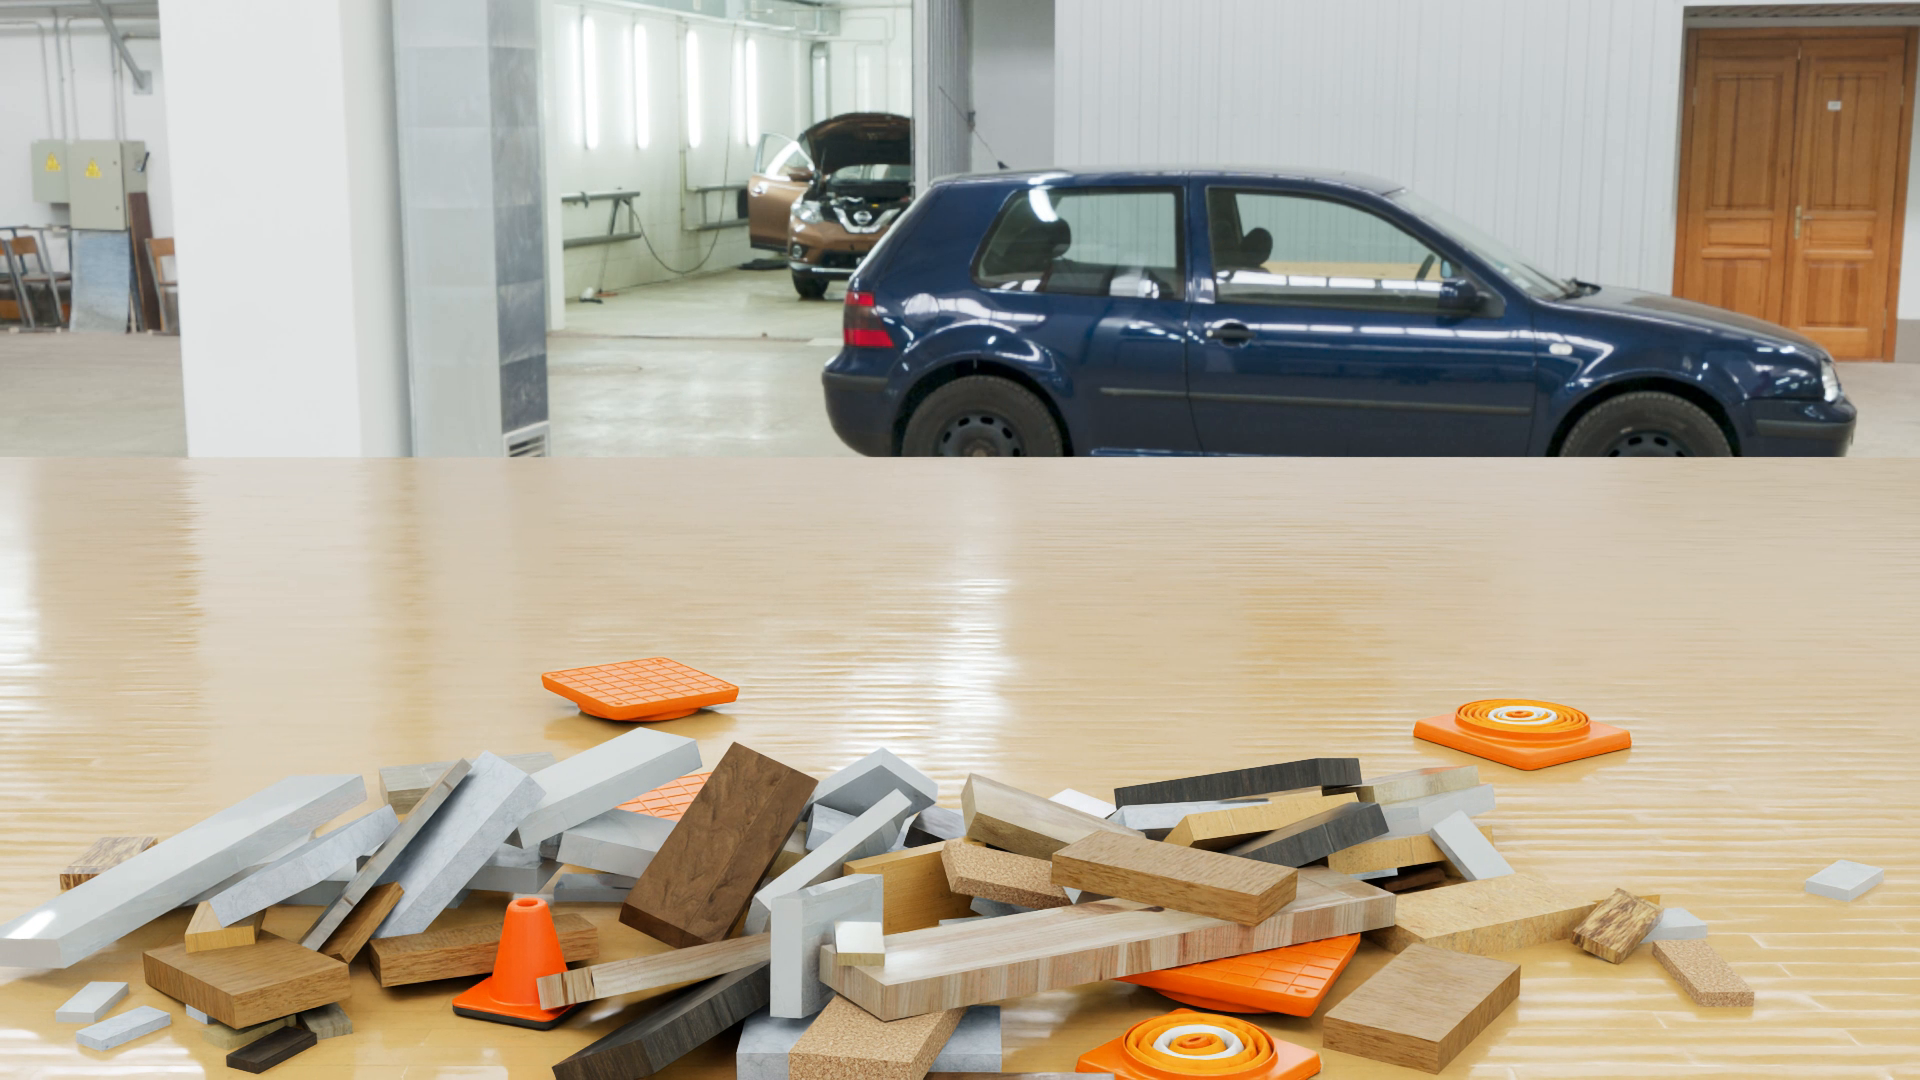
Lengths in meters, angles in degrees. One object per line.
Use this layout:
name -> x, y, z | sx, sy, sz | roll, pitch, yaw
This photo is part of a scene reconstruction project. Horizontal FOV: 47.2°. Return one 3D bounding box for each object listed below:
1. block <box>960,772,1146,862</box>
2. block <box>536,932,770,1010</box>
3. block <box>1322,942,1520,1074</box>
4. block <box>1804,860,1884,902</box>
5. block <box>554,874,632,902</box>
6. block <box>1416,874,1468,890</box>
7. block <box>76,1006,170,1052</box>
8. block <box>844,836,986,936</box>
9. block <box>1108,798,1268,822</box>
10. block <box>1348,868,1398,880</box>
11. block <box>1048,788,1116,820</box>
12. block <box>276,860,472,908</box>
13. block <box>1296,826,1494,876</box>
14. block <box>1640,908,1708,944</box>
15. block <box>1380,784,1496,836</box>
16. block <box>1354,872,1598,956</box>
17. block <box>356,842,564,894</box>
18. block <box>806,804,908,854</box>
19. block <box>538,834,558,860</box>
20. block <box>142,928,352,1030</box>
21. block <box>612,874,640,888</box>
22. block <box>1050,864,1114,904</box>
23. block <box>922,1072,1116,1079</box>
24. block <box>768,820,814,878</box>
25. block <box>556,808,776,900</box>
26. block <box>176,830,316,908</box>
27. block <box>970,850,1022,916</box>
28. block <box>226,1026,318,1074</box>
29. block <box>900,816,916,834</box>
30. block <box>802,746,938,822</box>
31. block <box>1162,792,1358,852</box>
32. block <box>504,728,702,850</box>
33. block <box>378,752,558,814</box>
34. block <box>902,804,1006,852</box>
block -> 0.162, 0.487, 3.636 | 0.320, 0.045, 0.160 | 20, 15, -9
block -> -0.428, 0.618, 3.167 | 0.319, 0.045, 0.159 | -3, -13, -40
block -> 0.664, 0.664, 3.141 | 0.166, 0.047, 0.333 | 7, 12, 32
block -> 1.490, 0.573, 3.703 | 0.073, 0.021, 0.147 | 10, 14, 42
block -> -0.593, 0.579, 3.667 | 0.153, 0.022, 0.076 | 0, 11, 1
block -> 0.824, 0.579, 3.691 | 0.103, 0.015, 0.051 | 5, 11, 24
block -> -1.179, 0.688, 3.099 | 0.057, 0.016, 0.113 | 7, 12, 32
block -> -0.071, 0.556, 3.510 | 0.247, 0.124, 0.035 | -7, 14, -34
block -> 0.405, 0.497, 3.910 | 0.264, 0.037, 0.132 | -2, -18, -10
block -> 0.677, 0.561, 3.694 | 0.103, 0.015, 0.051 | -6, -6, -10
block -> 0.190, 0.508, 3.968 | 0.111, 0.031, 0.222 | 18, 18, 27
block -> -0.969, 0.566, 3.679 | 0.302, 0.043, 0.151 | 1, 11, 4
block -> 0.723, 0.529, 3.742 | 0.327, 0.046, 0.163 | -4, -6, -23
block -> 1.091, 0.612, 3.487 | 0.159, 0.023, 0.080 | -2, 11, -11
block -> 0.810, 0.482, 3.910 | 0.163, 0.046, 0.327 | -11, -4, 35
block -> 0.817, 0.599, 3.485 | 0.343, 0.049, 0.171 | -5, 12, -26
block -> -0.825, 0.529, 3.643 | 0.302, 0.043, 0.151 | 3, 11, 6
block -> -0.124, 0.515, 3.660 | 0.266, 0.038, 0.133 | 19, 9, -6
block -> -0.620, 0.516, 3.642 | 0.153, 0.022, 0.077 | 14, 9, -11
block -> -1.043, 0.633, 3.205 | 0.170, 0.048, 0.339 | -10, 8, -40
block -> -0.500, 0.560, 3.663 | 0.153, 0.022, 0.077 | 5, 11, -4
block -> 0.254, 0.554, 3.494 | 0.208, 0.029, 0.104 | 16, 21, -28
block -> 0.035, 0.730, 2.785 | 0.329, 0.047, 0.164 | 0, 11, 1
block -> -0.281, 0.517, 3.671 | 0.352, 0.050, 0.176 | 15, 9, -6
block -> -0.488, 0.515, 3.645 | 0.352, 0.050, 0.176 | 14, 9, -12
block -> -1.224, 0.549, 3.630 | 0.302, 0.043, 0.151 | -12, 12, -7
block -> 0.080, 0.563, 3.564 | 0.072, 0.020, 0.144 | 25, 38, 13
block -> -0.947, 0.701, 3.026 | 0.057, 0.016, 0.113 | 5, 12, 26
block -> -0.104, 0.520, 3.995 | 0.064, 0.018, 0.128 | -5, 12, -24
block -> -0.179, 0.451, 3.745 | 0.266, 0.133, 0.038 | -32, 35, 32
block -> 0.506, 0.504, 3.743 | 0.327, 0.046, 0.163 | -4, -30, -22
block -> -0.623, 0.407, 3.648 | 0.352, 0.050, 0.176 | -23, 17, -37
block -> -0.935, 0.465, 4.215 | 0.330, 0.047, 0.165 | -4, 11, -20
block -> 0.047, 0.525, 3.691 | 0.266, 0.038, 0.133 | 21, 14, 7
